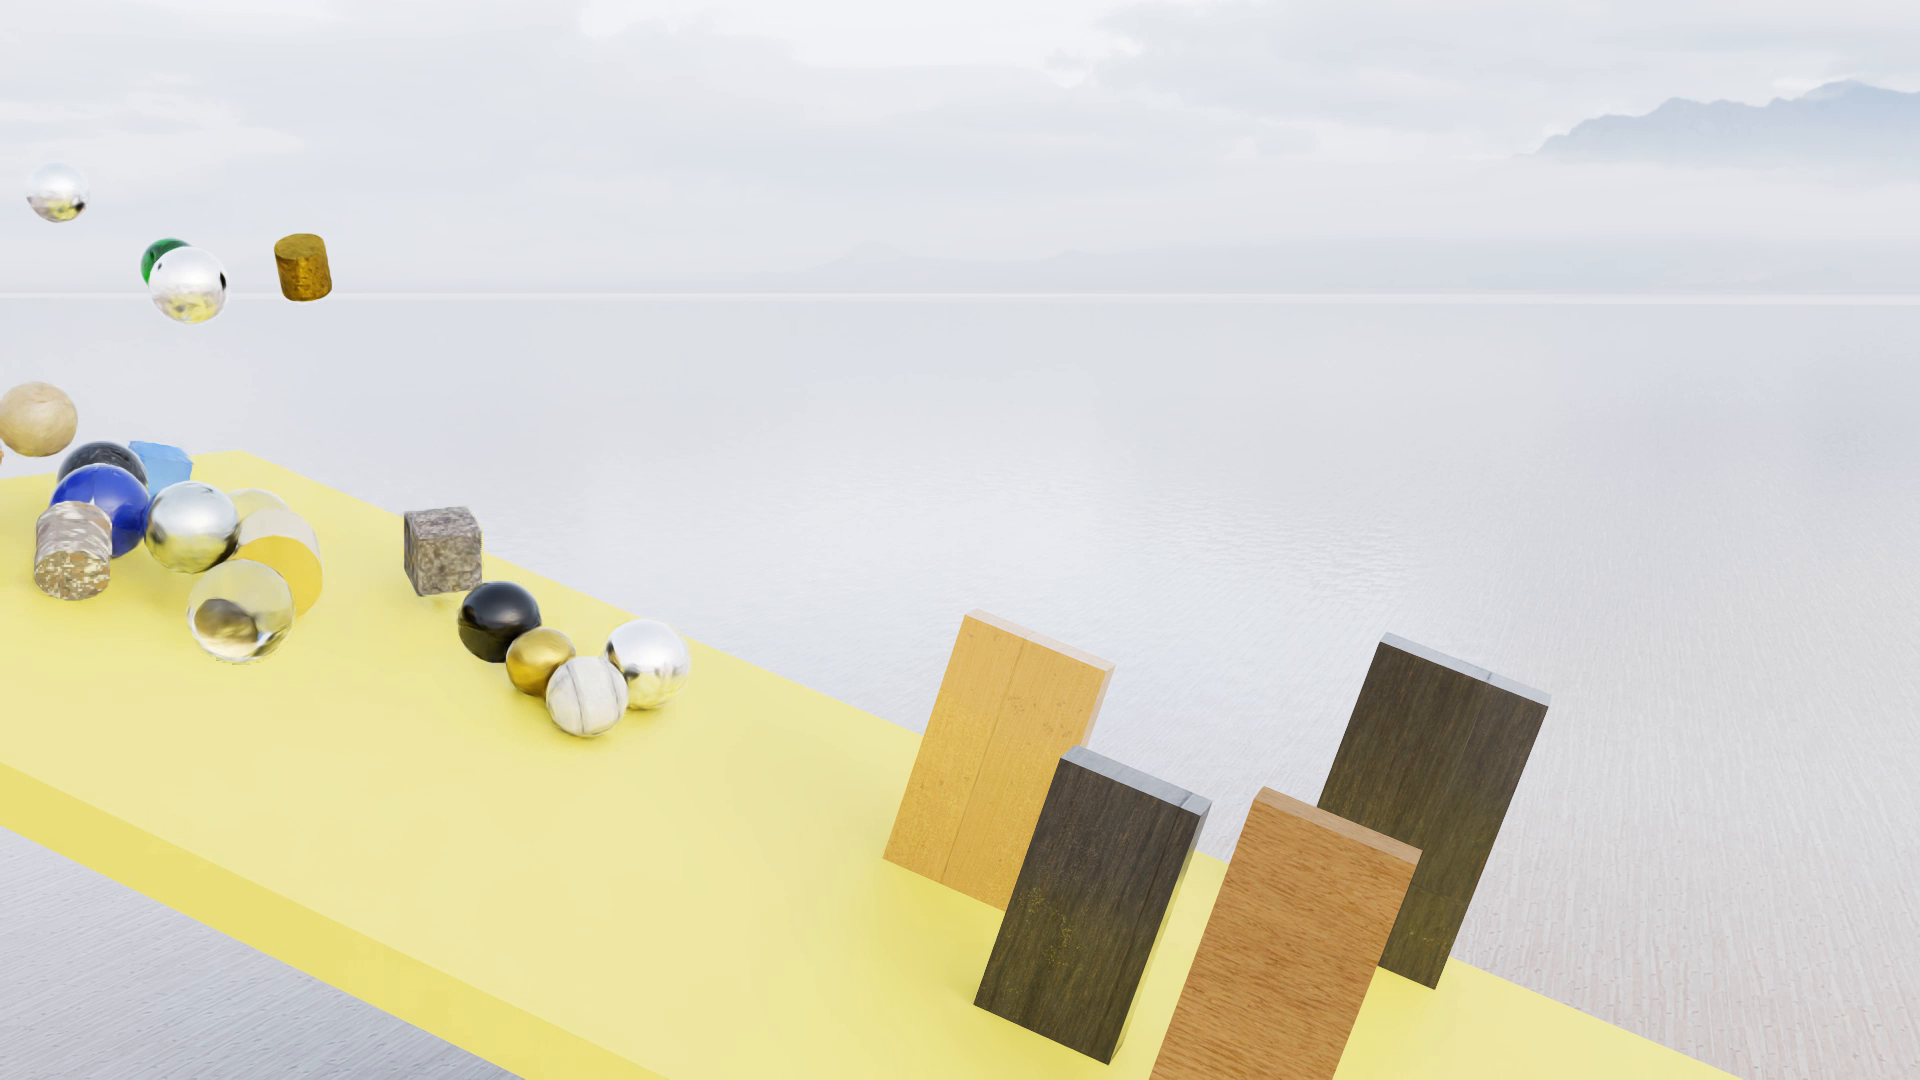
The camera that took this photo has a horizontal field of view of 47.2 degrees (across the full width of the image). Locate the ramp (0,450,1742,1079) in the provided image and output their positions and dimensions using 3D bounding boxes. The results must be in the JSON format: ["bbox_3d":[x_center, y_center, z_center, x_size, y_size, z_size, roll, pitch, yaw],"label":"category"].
[{"bbox_3d":[-0.345,0.641,4.218,4.000,0.100,2.000,21,12,14],"label":"ramp"}]

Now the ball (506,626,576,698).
[{"bbox_3d":[-0.869,0.254,4.569,0.146,0.146,0.146,0,7,0],"label":"ball"}]

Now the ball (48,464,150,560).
[{"bbox_3d":[-1.758,-0.057,4.499,0.199,0.199,0.199,0,7,0],"label":"ball"}]

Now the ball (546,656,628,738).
[{"bbox_3d":[-0.751,0.315,4.429,0.164,0.164,0.164,0,7,0],"label":"ball"}]

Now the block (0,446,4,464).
[{"bbox_3d":[-2.059,-0.136,4.440,0.182,0.182,0.182,10,14,-34],"label":"block"}]

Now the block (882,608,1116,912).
[{"bbox_3d":[0.074,0.433,4.278,0.295,0.522,0.084,21,12,14],"label":"block"}]

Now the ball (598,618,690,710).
[{"bbox_3d":[-0.674,0.265,4.693,0.195,0.195,0.195,0,7,0],"label":"ball"}]

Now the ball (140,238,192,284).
[{"bbox_3d":[-1.735,-0.601,4.839,0.130,0.130,0.130,0,7,0],"label":"ball"}]

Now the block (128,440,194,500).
[{"bbox_3d":[-1.832,-0.149,5.009,0.112,0.112,0.112,9,15,-39],"label":"block"}]

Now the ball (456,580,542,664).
[{"bbox_3d":[-0.981,0.174,4.685,0.178,0.178,0.178,0,7,0],"label":"ball"}]

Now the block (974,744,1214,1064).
[{"bbox_3d":[0.227,0.624,3.773,0.255,0.471,0.109,21,12,14],"label":"block"}]

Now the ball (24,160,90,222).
[{"bbox_3d":[-1.931,-0.745,4.707,0.131,0.131,0.131,0,7,0],"label":"ball"}]

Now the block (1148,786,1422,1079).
[{"bbox_3d":[0.449,0.716,3.262,0.248,0.651,0.086,21,12,14],"label":"block"}]

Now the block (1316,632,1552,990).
[{"bbox_3d":[0.955,0.571,4.662,0.364,0.654,0.135,21,12,14],"label":"block"}]

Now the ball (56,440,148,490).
[{"bbox_3d":[-1.820,-0.121,4.669,0.184,0.184,0.184,0,7,0],"label":"ball"}]

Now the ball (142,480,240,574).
[{"bbox_3d":[-1.539,-0.025,4.404,0.187,0.187,0.187,0,7,0],"label":"ball"}]

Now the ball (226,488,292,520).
[{"bbox_3d":[-1.517,-0.017,4.702,0.190,0.190,0.190,0,7,0],"label":"ball"}]

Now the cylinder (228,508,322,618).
[{"bbox_3d":[-1.419,0.052,4.545,0.189,0.189,0.189,-2,18,-18],"label":"cylinder"}]

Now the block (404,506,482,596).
[{"bbox_3d":[-1.149,0.024,4.881,0.141,0.141,0.141,-6,28,-25],"label":"block"}]

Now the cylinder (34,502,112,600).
[{"bbox_3d":[-1.716,0.021,4.257,0.137,0.137,0.137,-2,44,-18],"label":"cylinder"}]

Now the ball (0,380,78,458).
[{"bbox_3d":[-1.858,-0.243,4.426,0.157,0.157,0.157,0,7,0],"label":"ball"}]

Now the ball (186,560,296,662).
[{"bbox_3d":[-1.377,0.136,4.212,0.198,0.198,0.198,0,7,0],"label":"ball"}]

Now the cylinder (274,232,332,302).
[{"bbox_3d":[-1.442,-0.599,4.830,0.109,0.109,0.109,1,39,-1],"label":"cylinder"}]

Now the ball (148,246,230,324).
[{"bbox_3d":[-1.656,-0.548,4.727,0.165,0.165,0.165,0,7,0],"label":"ball"}]
